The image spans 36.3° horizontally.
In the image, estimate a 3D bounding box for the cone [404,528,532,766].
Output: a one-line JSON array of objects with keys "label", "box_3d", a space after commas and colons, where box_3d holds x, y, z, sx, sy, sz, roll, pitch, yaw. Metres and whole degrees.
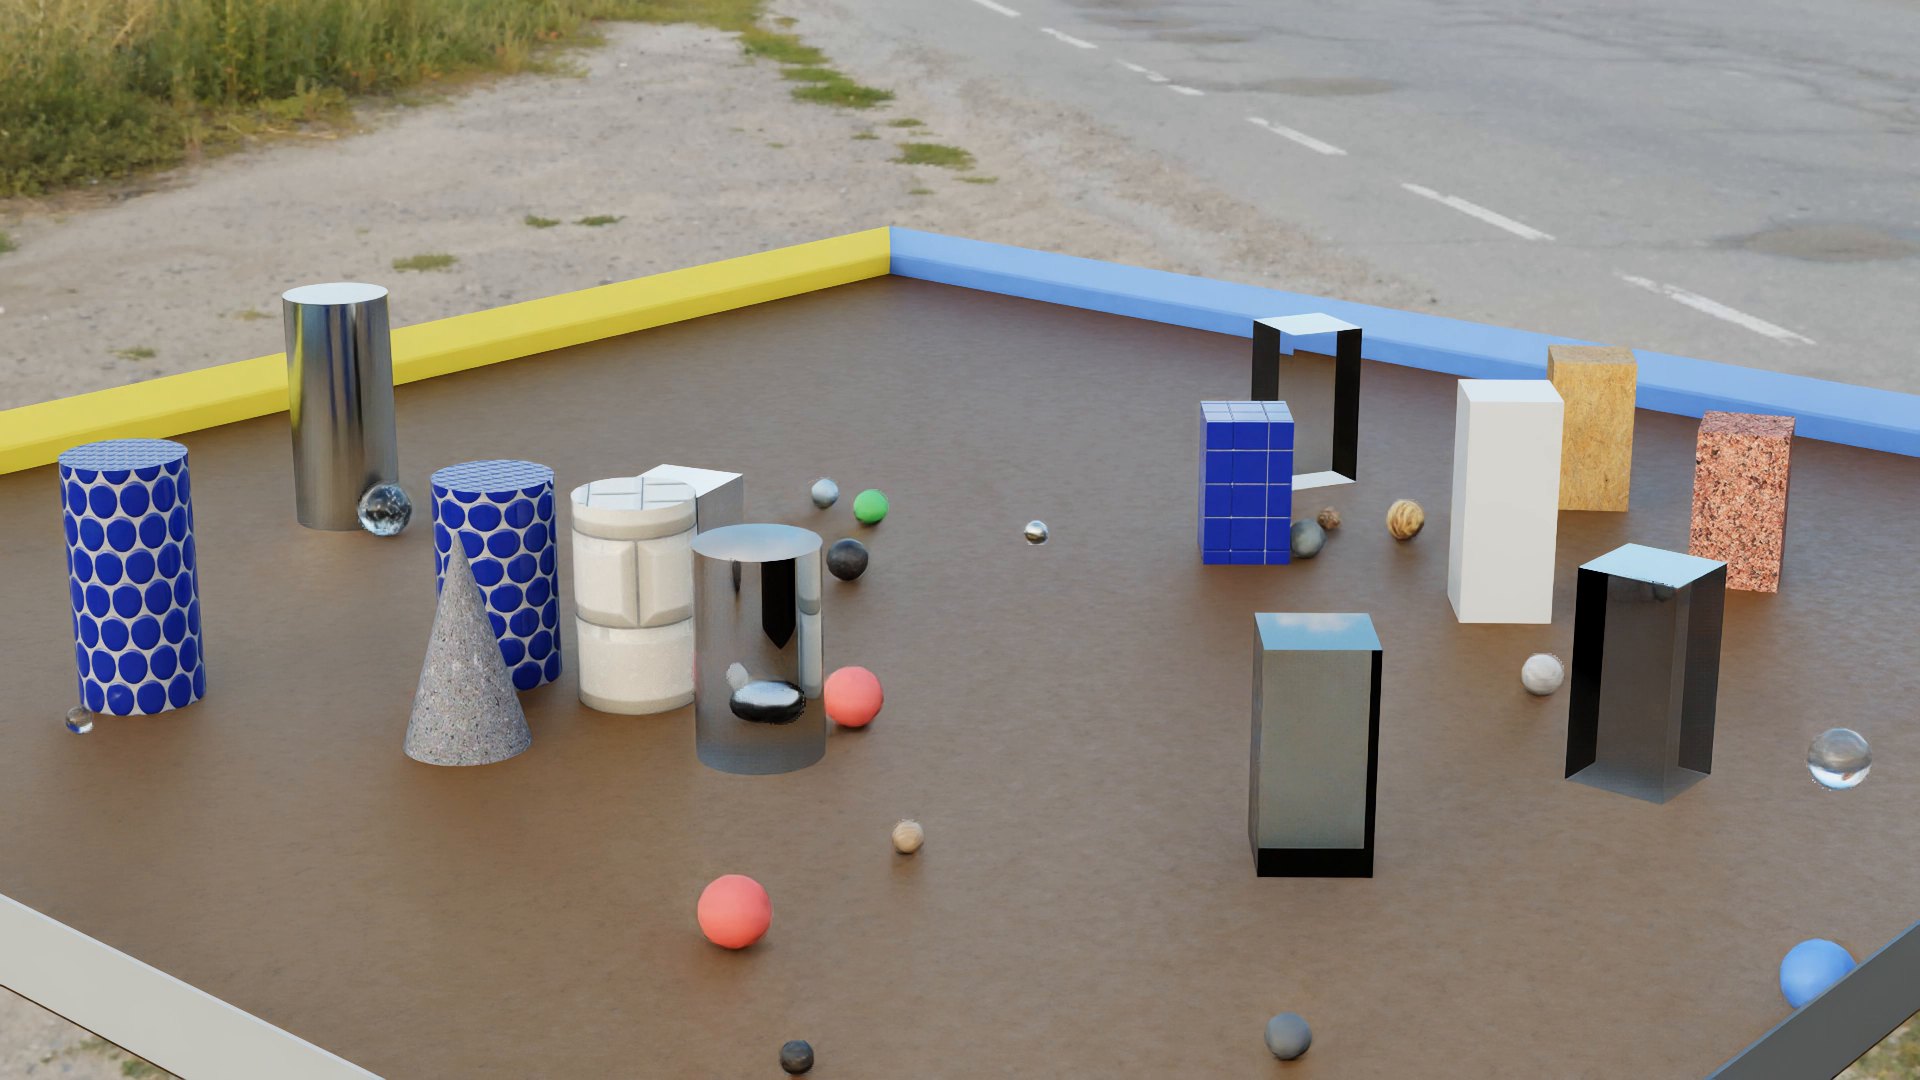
[{"label": "cone", "box_3d": [-0.744, 0.145, 4.381, 0.194, 0.338, 0.194, 0, 17, 0]}]

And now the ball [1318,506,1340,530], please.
[{"label": "ball", "box_3d": [0.694, -0.042, 5.511, 0.042, 0.042, 0.042, 0, 17, 0]}]

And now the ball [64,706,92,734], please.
[{"label": "ball", "box_3d": [-1.343, 0.274, 4.468, 0.041, 0.041, 0.041, 0, 17, 0]}]

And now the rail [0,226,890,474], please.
[{"label": "rail", "box_3d": [-1.464, -0.336, 6.338, 0.045, 0.126, 3.949, 14, 22, 39]}]

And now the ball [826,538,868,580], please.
[{"label": "ball", "box_3d": [-0.200, 0.034, 5.202, 0.075, 0.075, 0.075, 0, 17, 0]}]

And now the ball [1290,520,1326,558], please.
[{"label": "ball", "box_3d": [0.630, -0.003, 5.337, 0.069, 0.069, 0.069, 0, 17, 0]}]

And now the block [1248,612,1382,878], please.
[{"label": "block", "box_3d": [0.478, 0.277, 3.970, 0.155, 0.323, 0.155, 0, 17, 1]}]

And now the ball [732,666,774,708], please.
[{"label": "ball", "box_3d": [-0.322, 0.230, 4.570, 0.065, 0.065, 0.065, 0, 17, 0]}]

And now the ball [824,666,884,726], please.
[{"label": "ball", "box_3d": [-0.164, 0.239, 4.491, 0.093, 0.093, 0.093, 0, 17, 0]}]

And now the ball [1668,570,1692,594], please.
[{"label": "ball", "box_3d": [1.260, 0.073, 5.131, 0.042, 0.042, 0.042, 0, 17, 0]}]

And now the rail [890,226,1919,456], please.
[{"label": "rail", "box_3d": [1.279, -0.394, 6.530, 3.926, 0.126, 0.045, 14, 22, 39]}]

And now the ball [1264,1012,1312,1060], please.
[{"label": "ball", "box_3d": [0.384, 0.580, 3.431, 0.054, 0.054, 0.054, 0, 17, 0]}]

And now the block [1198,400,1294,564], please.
[{"label": "block", "box_3d": [0.518, -0.105, 5.335, 0.155, 0.265, 0.155, 0, 17, 0]}]

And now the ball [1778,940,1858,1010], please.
[{"label": "ball", "box_3d": [1.036, 0.528, 3.534, 0.093, 0.093, 0.093, 0, 17, 0]}]

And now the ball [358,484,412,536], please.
[{"label": "ball", "box_3d": [-1.071, -0.056, 5.465, 0.097, 0.097, 0.097, 0, 17, 0]}]

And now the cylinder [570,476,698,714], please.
[{"label": "cylinder", "box_3d": [-0.506, 0.085, 4.592, 0.194, 0.330, 0.194, 0, 17, 0]}]

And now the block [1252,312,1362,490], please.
[{"label": "block", "box_3d": [0.685, -0.276, 5.821, 0.155, 0.313, 0.155, -8, 18, -24]}]

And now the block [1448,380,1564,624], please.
[{"label": "block", "box_3d": [0.927, -0.066, 4.996, 0.155, 0.387, 0.155, 0, 17, 2]}]

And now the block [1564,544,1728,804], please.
[{"label": "block", "box_3d": [0.993, 0.192, 4.248, 0.155, 0.325, 0.155, 13, 21, 38]}]

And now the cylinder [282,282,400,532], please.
[{"label": "cylinder", "box_3d": [-1.165, -0.252, 5.529, 0.194, 0.434, 0.194, 0, 17, 0]}]

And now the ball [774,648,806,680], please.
[{"label": "ball", "box_3d": [-0.272, 0.199, 4.699, 0.050, 0.050, 0.050, 0, 17, 0]}]

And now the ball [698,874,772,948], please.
[{"label": "ball", "box_3d": [-0.286, 0.471, 3.722, 0.094, 0.094, 0.094, 0, 17, 0]}]

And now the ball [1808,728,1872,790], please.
[{"label": "ball", "box_3d": [1.273, 0.316, 4.244, 0.090, 0.090, 0.090, 0, 17, 0]}]

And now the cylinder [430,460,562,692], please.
[{"label": "cylinder", "box_3d": [-0.740, 0.056, 4.688, 0.194, 0.330, 0.194, 0, 17, 0]}]

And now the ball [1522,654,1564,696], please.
[{"label": "ball", "box_3d": [0.919, 0.213, 4.628, 0.065, 0.065, 0.065, 0, 17, 0]}]

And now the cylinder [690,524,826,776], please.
[{"label": "cylinder", "box_3d": [-0.298, 0.160, 4.347, 0.194, 0.328, 0.194, 0, 17, 0]}]

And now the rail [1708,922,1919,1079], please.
[{"label": "rail", "box_3d": [1.464, 0.399, 3.903, 0.045, 0.126, 3.949, 14, 22, 39]}]

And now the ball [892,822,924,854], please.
[{"label": "ball", "box_3d": [-0.071, 0.408, 4.020, 0.044, 0.044, 0.044, 0, 17, 0]}]

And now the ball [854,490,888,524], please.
[{"label": "ball", "box_3d": [-0.170, -0.062, 5.540, 0.064, 0.064, 0.064, 0, 17, 0]}]

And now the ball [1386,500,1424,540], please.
[{"label": "ball", "box_3d": [0.826, -0.037, 5.445, 0.072, 0.072, 0.072, 0, 17, 0]}]

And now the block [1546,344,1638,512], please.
[{"label": "block", "box_3d": [1.213, -0.218, 5.668, 0.155, 0.289, 0.155, 2, 17, 7]}]

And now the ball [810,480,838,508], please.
[{"label": "ball", "box_3d": [-0.260, -0.090, 5.652, 0.054, 0.054, 0.054, 0, 17, 0]}]

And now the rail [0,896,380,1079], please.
[{"label": "rail", "box_3d": [-1.279, 0.457, 3.710, 3.926, 0.126, 0.045, 14, 22, 39]}]

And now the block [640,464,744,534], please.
[{"label": "block", "box_3d": [-0.469, 0.020, 4.949, 0.155, 0.250, 0.155, 8, 18, 24]}]

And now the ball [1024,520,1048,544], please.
[{"label": "ball", "box_3d": [0.141, -0.014, 5.417, 0.044, 0.044, 0.044, 0, 17, 0]}]

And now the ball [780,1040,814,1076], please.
[{"label": "ball", "box_3d": [-0.188, 0.599, 3.392, 0.040, 0.040, 0.040, 0, 17, 0]}]

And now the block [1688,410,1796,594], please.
[{"label": "block", "box_3d": [1.383, -0.069, 5.191, 0.155, 0.280, 0.155, 6, 18, 18]}]

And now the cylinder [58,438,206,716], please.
[{"label": "cylinder", "box_3d": [-1.291, 0.056, 4.580, 0.194, 0.393, 0.194, 0, 17, 0]}]
